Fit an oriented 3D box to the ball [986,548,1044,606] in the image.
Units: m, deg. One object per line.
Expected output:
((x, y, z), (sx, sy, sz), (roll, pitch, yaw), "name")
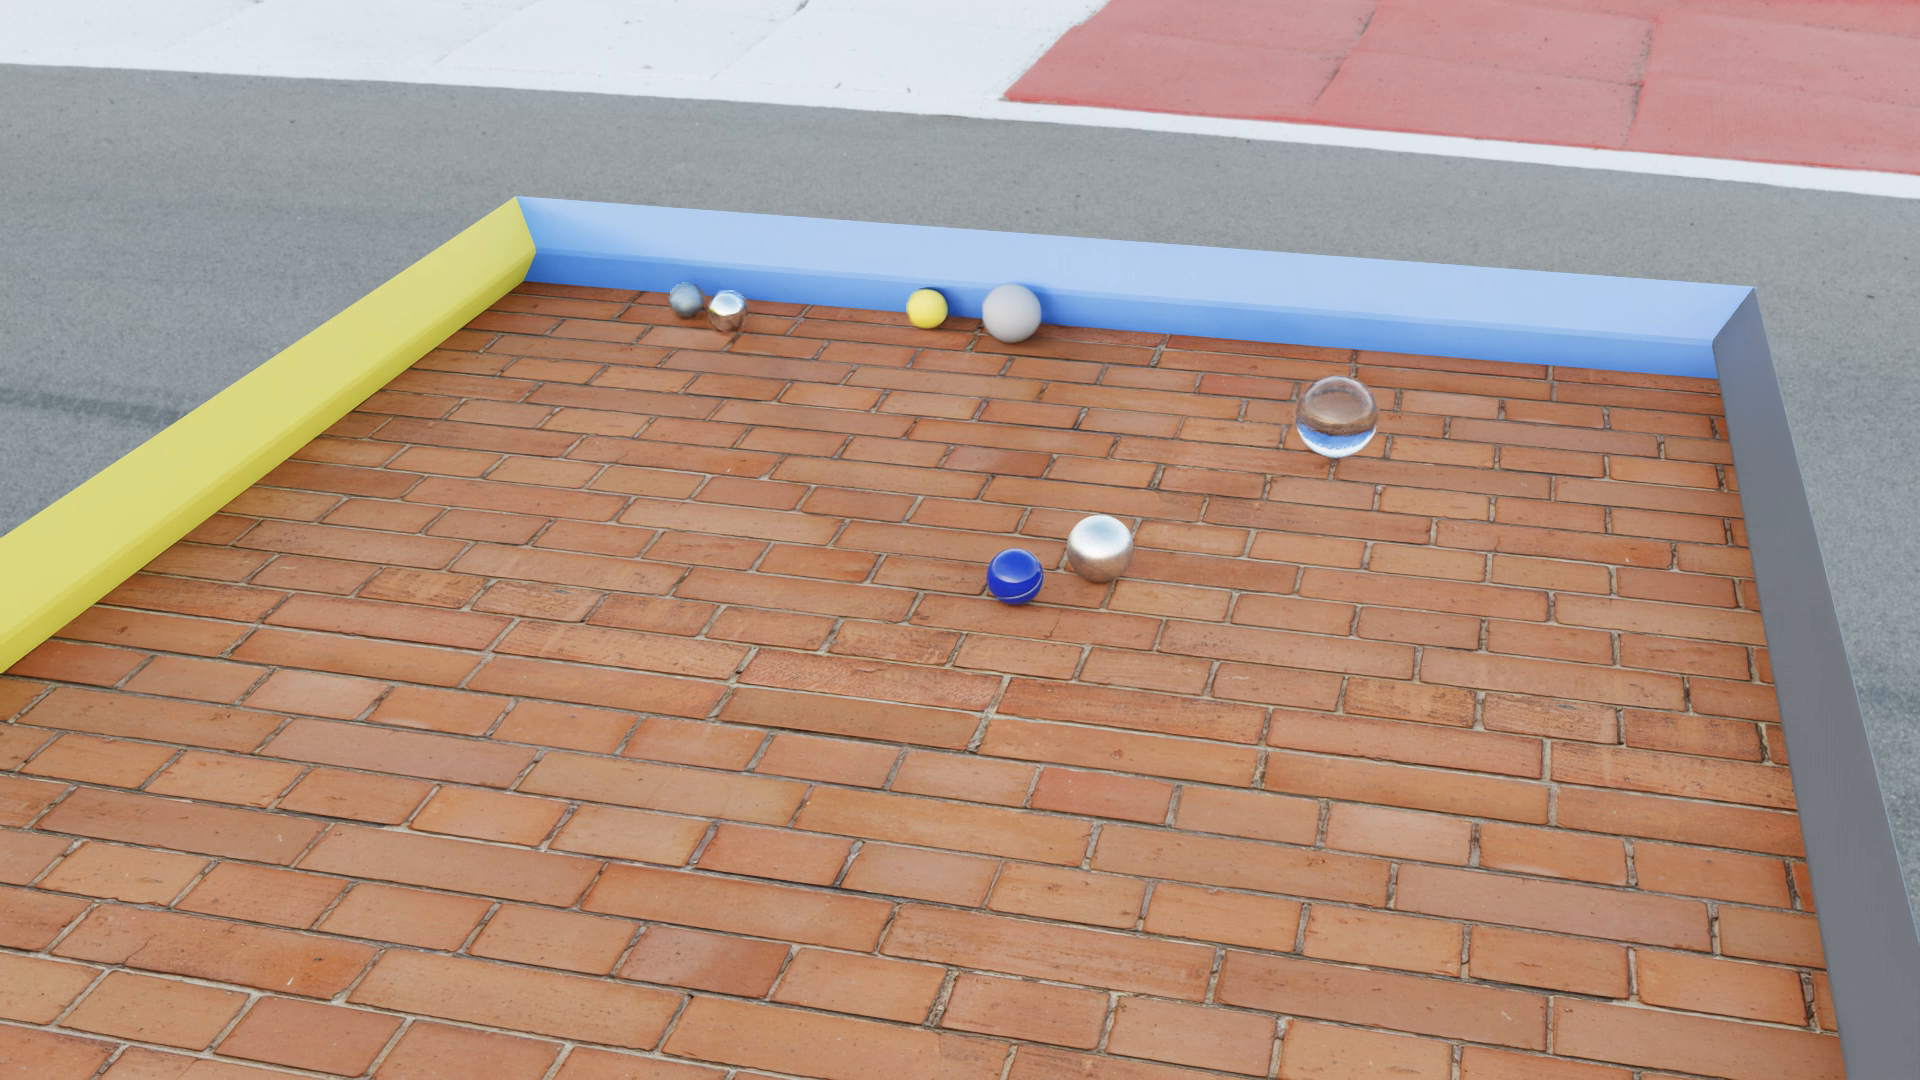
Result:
((0.055, 0.037, 2.220), (0.058, 0.058, 0.058), (0, 25, 0), "ball")

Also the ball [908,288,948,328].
((-0.043, -0.311, 2.965), (0.054, 0.054, 0.054), (0, 25, 0), "ball")

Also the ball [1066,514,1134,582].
((0.144, 0.009, 2.266), (0.070, 0.070, 0.070), (0, 25, 0), "ball")

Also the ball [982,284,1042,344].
((0.069, -0.300, 2.912), (0.079, 0.079, 0.079), (0, 25, 0), "ball")

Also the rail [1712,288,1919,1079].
((0.605, 0.370, 1.433), (0.045, 0.123, 3.059), (6, 26, 12), "rail")

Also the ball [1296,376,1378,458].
((0.438, -0.143, 2.559), (0.095, 0.095, 0.095), (0, 25, 0), "ball")

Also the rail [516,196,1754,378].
((0.177, -0.335, 2.931), (1.670, 0.123, 0.045), (6, 26, 12), "rail")

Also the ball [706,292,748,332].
((-0.313, -0.307, 2.954), (0.054, 0.054, 0.054), (0, 25, 0), "ball")

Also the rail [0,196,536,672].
((-0.970, 0.205, 1.783), (0.045, 0.123, 3.059), (6, 26, 12), "rail")

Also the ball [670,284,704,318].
((-0.374, -0.327, 3.009), (0.045, 0.045, 0.045), (0, 25, 0), "ball")
